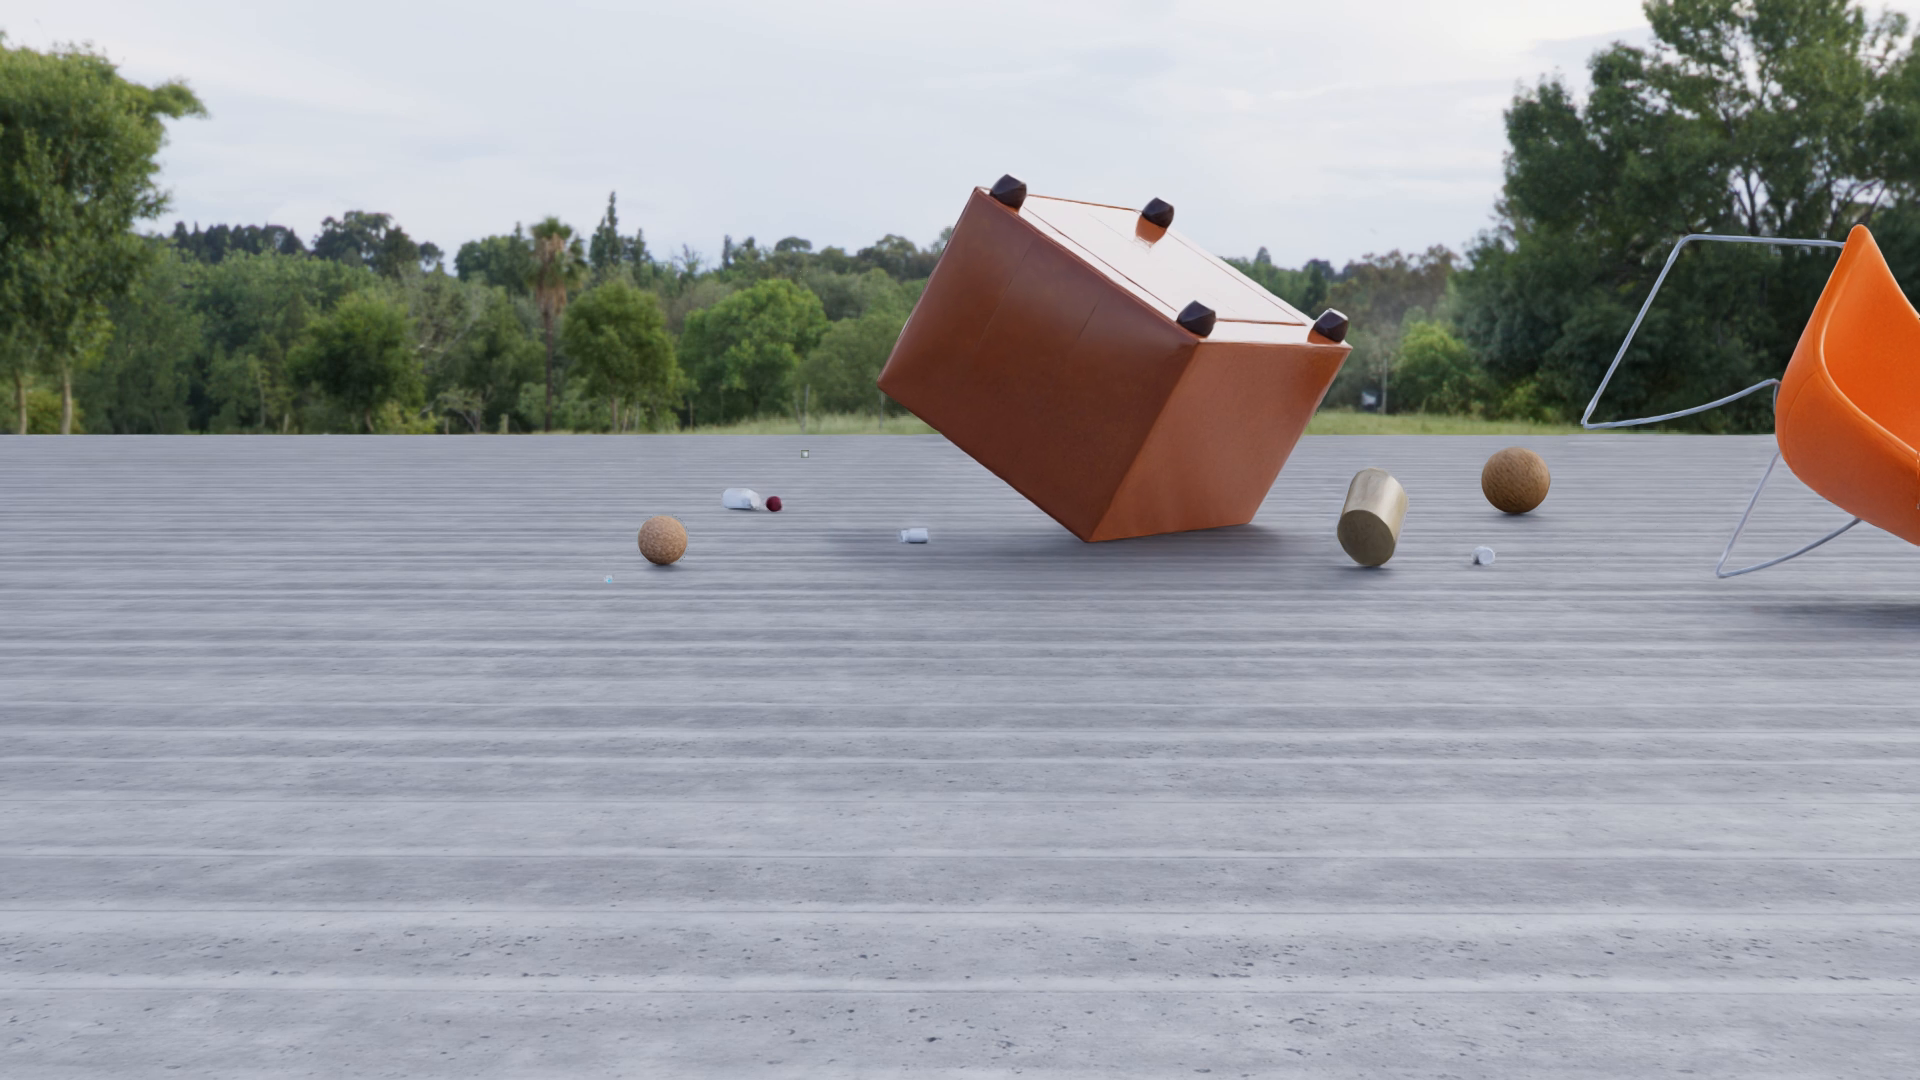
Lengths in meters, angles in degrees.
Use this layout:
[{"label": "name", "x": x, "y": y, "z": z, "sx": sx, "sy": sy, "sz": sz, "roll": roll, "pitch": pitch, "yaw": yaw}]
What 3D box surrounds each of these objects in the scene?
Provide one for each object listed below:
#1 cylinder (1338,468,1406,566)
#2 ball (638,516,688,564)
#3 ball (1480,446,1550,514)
[{"label": "cylinder", "x": 1.039, "y": -0.056, "z": 5.546, "sx": 0.143, "sy": 0.205, "sz": 0.144, "roll": 4, "pitch": 47, "yaw": 25}, {"label": "ball", "x": -0.760, "y": 0.001, "z": 5.617, "sx": 0.126, "sy": 0.126, "sz": 0.126, "roll": 0, "pitch": 4, "yaw": 0}, {"label": "ball", "x": 1.998, "y": -0.215, "z": 7.908, "sx": 0.242, "sy": 0.242, "sz": 0.242, "roll": 0, "pitch": 4, "yaw": 0}]
